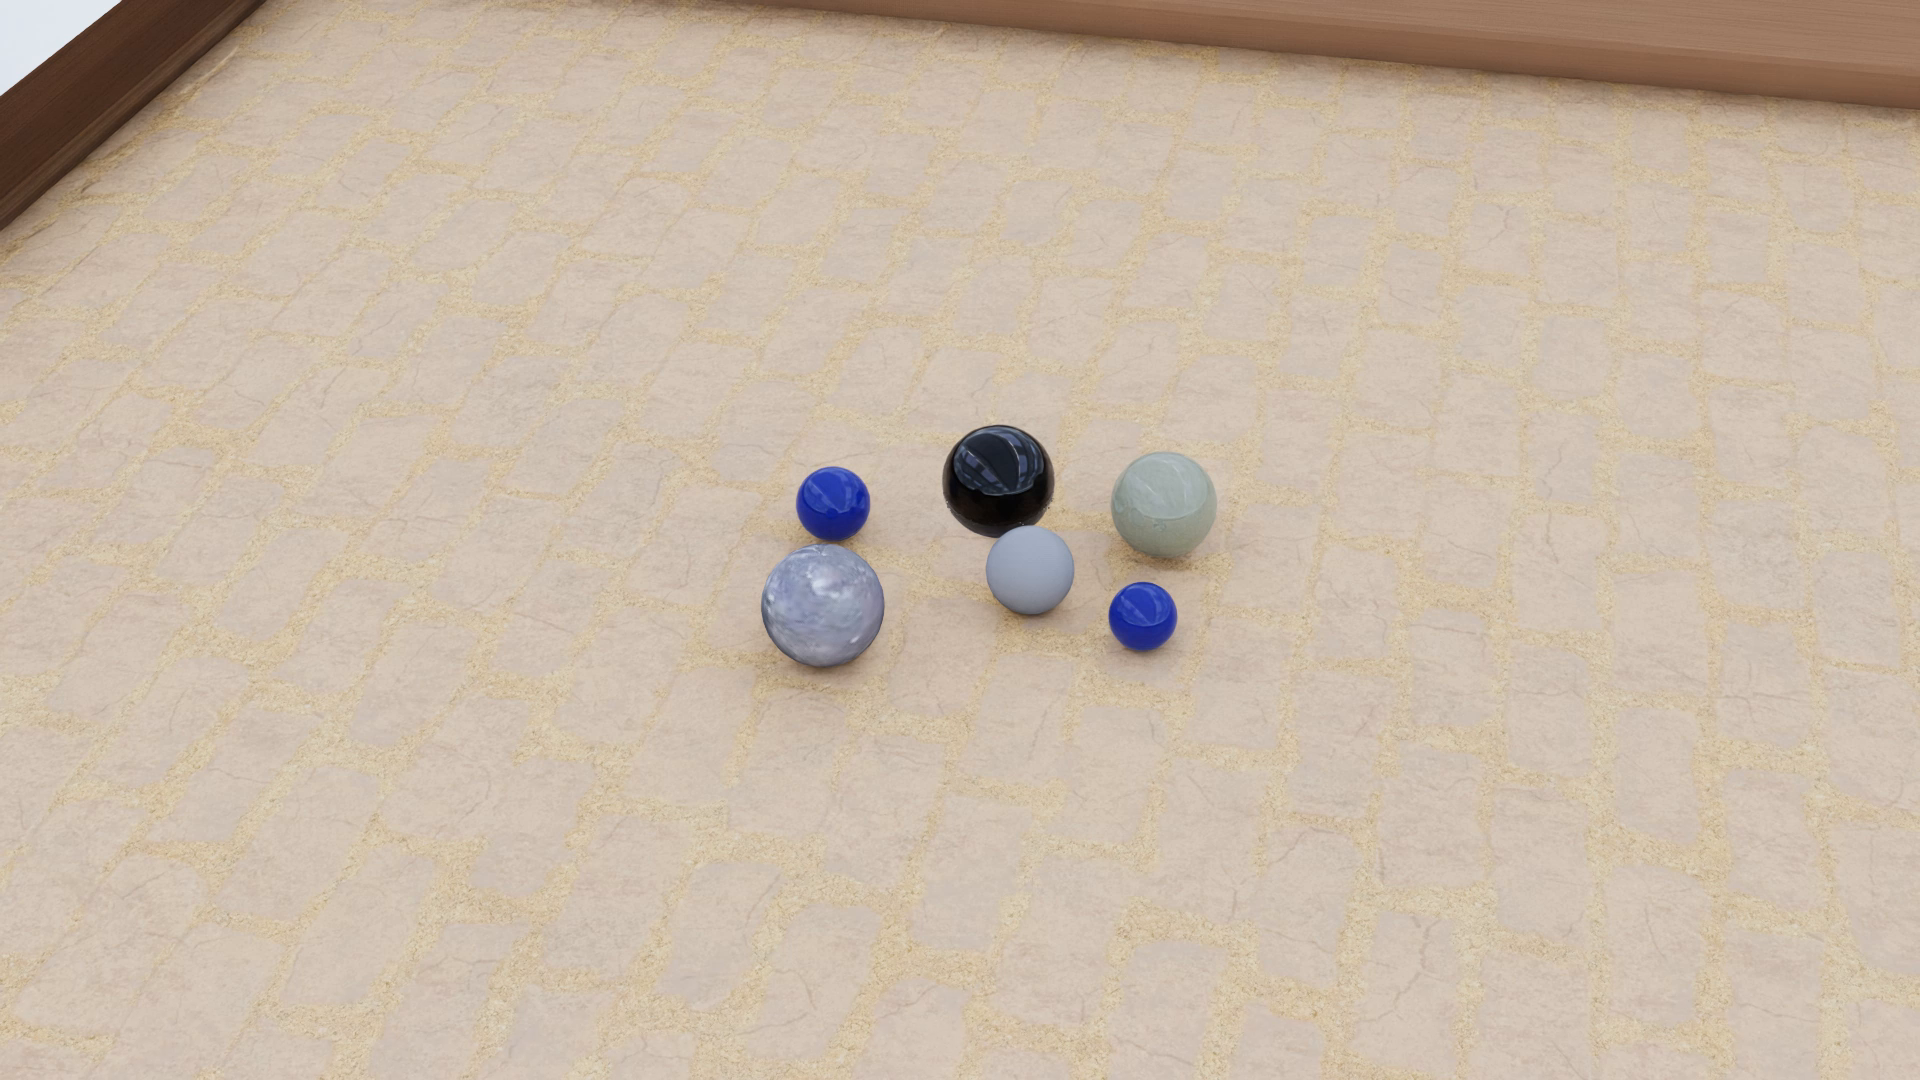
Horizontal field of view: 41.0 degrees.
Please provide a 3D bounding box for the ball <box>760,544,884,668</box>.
[{"bbox_3d":[-0.097,0.046,1.809,0.087,0.087,0.087,0,34,0],"label":"ball"}]

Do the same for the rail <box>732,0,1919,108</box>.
[{"bbox_3d":[1.186,-0.441,2.495,3.961,0.113,0.045,7,35,11],"label":"rail"}]

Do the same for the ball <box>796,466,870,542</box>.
[{"bbox_3d":[-0.096,-0.027,1.943,0.057,0.057,0.057,0,34,0],"label":"ball"}]

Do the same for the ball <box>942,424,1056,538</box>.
[{"bbox_3d":[0.029,-0.045,1.942,0.086,0.086,0.086,0,34,0],"label":"ball"}]

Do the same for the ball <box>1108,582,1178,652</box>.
[{"bbox_3d":[0.130,0.055,1.830,0.050,0.050,0.050,0,34,0],"label":"ball"}]

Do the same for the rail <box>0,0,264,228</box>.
[{"bbox_3d":[-0.942,-0.139,2.055,0.045,0.113,2.033,7,35,11],"label":"rail"}]

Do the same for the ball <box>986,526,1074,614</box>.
[{"bbox_3d":[0.051,0.022,1.864,0.065,0.065,0.065,0,34,0],"label":"ball"}]

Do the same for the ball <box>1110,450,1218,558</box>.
[{"bbox_3d":[0.153,-0.027,1.921,0.080,0.080,0.080,0,34,0],"label":"ball"}]
